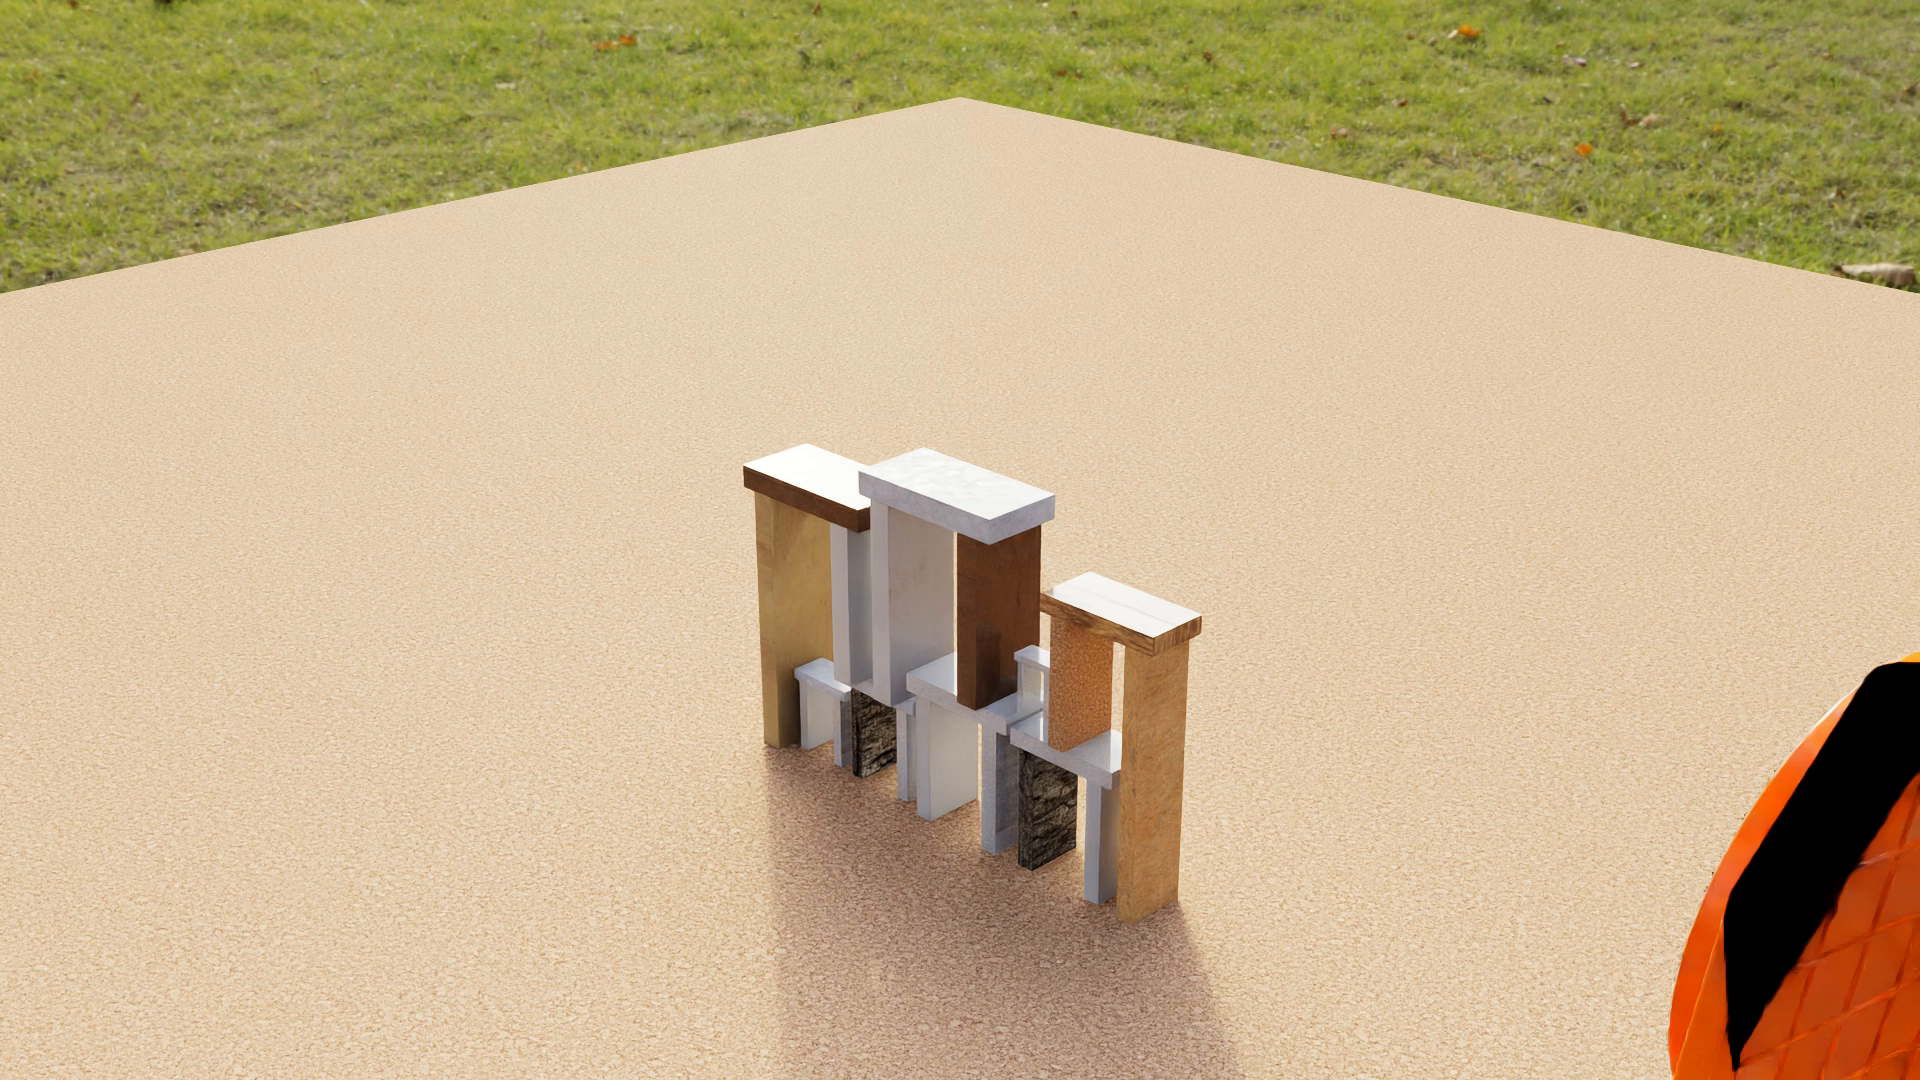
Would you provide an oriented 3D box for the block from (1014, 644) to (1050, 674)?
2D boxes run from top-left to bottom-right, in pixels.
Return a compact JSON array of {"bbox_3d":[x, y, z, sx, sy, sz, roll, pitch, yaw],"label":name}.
[{"bbox_3d":[0.156,0.227,4.152,0.101,0.014,0.050,21,31,40],"label":"block"}]

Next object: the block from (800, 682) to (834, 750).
[{"bbox_3d":[-0.304,0.362,4.704,0.022,0.158,0.079,21,31,41],"label":"block"}]

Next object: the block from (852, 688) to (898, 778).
[{"bbox_3d":[-0.178,0.386,4.588,0.102,0.204,0.029,-21,31,-41],"label":"block"}]

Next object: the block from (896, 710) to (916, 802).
[{"bbox_3d":[-0.082,0.424,4.500,0.102,0.204,0.029,-21,31,-41],"label":"block"}]

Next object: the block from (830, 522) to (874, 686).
[{"bbox_3d":[-0.179,0.107,4.465,0.049,0.348,0.174,21,31,41],"label":"block"}]

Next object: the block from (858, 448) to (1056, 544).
[{"bbox_3d":[-0.009,-0.087,4.198,0.355,0.050,0.177,21,31,41],"label":"block"}]

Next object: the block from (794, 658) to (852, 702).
[{"bbox_3d":[-0.267,0.294,4.634,0.158,0.022,0.079,21,31,41],"label":"block"}]

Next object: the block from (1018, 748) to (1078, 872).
[{"bbox_3d":[0.171,0.500,4.254,0.036,0.256,0.128,21,31,41],"label":"block"}]

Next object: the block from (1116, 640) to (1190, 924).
[{"bbox_3d":[0.352,0.432,4.024,0.038,0.561,0.134,21,31,41],"label":"block"}]

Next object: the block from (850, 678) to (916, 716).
[{"bbox_3d":[-0.130,0.298,4.498,0.102,0.029,0.204,-21,31,-40],"label":"block"}]

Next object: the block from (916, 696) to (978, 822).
[{"bbox_3d":[-0.025,0.417,4.429,0.039,0.273,0.136,21,31,41],"label":"block"}]

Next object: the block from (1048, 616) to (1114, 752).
[{"bbox_3d":[0.225,0.248,4.083,0.038,0.268,0.134,21,31,41],"label":"block"}]

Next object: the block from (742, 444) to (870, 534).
[{"bbox_3d":[-0.261,-0.108,4.463,0.348,0.049,0.174,21,31,41],"label":"block"}]

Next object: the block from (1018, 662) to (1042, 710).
[{"bbox_3d":[0.132,0.271,4.197,0.014,0.101,0.050,21,31,41],"label":"block"}]

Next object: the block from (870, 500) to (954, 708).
[{"bbox_3d":[-0.093,0.103,4.368,0.177,0.433,0.050,-21,31,-41],"label":"block"}]

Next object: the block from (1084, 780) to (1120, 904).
[{"bbox_3d":[0.292,0.547,4.143,0.036,0.256,0.128,21,31,41],"label":"block"}]

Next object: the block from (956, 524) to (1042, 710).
[{"bbox_3d":[0.075,0.132,4.200,0.050,0.355,0.177,21,31,41],"label":"block"}]

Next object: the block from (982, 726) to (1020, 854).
[{"bbox_3d":[0.103,0.467,4.310,0.039,0.273,0.136,21,31,41],"label":"block"}]

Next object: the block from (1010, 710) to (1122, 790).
[{"bbox_3d":[0.232,0.389,4.141,0.257,0.036,0.128,21,31,41],"label":"block"}]

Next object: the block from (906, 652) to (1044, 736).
[{"bbox_3d":[0.039,0.299,4.309,0.273,0.039,0.136,21,31,41],"label":"block"}]

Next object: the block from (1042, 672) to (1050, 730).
[{"bbox_3d":[0.180,0.298,4.157,0.014,0.119,0.050,21,31,41],"label":"block"}]

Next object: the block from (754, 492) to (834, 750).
[{"bbox_3d":[-0.343,0.150,4.662,0.049,0.582,0.174,21,31,41],"label":"block"}]

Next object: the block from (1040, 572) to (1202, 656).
[{"bbox_3d":[0.289,0.132,3.965,0.268,0.038,0.134,21,31,41],"label":"block"}]

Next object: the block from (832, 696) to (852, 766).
[{"bbox_3d":[-0.230,0.392,4.635,0.022,0.158,0.079,21,31,41],"label":"block"}]
